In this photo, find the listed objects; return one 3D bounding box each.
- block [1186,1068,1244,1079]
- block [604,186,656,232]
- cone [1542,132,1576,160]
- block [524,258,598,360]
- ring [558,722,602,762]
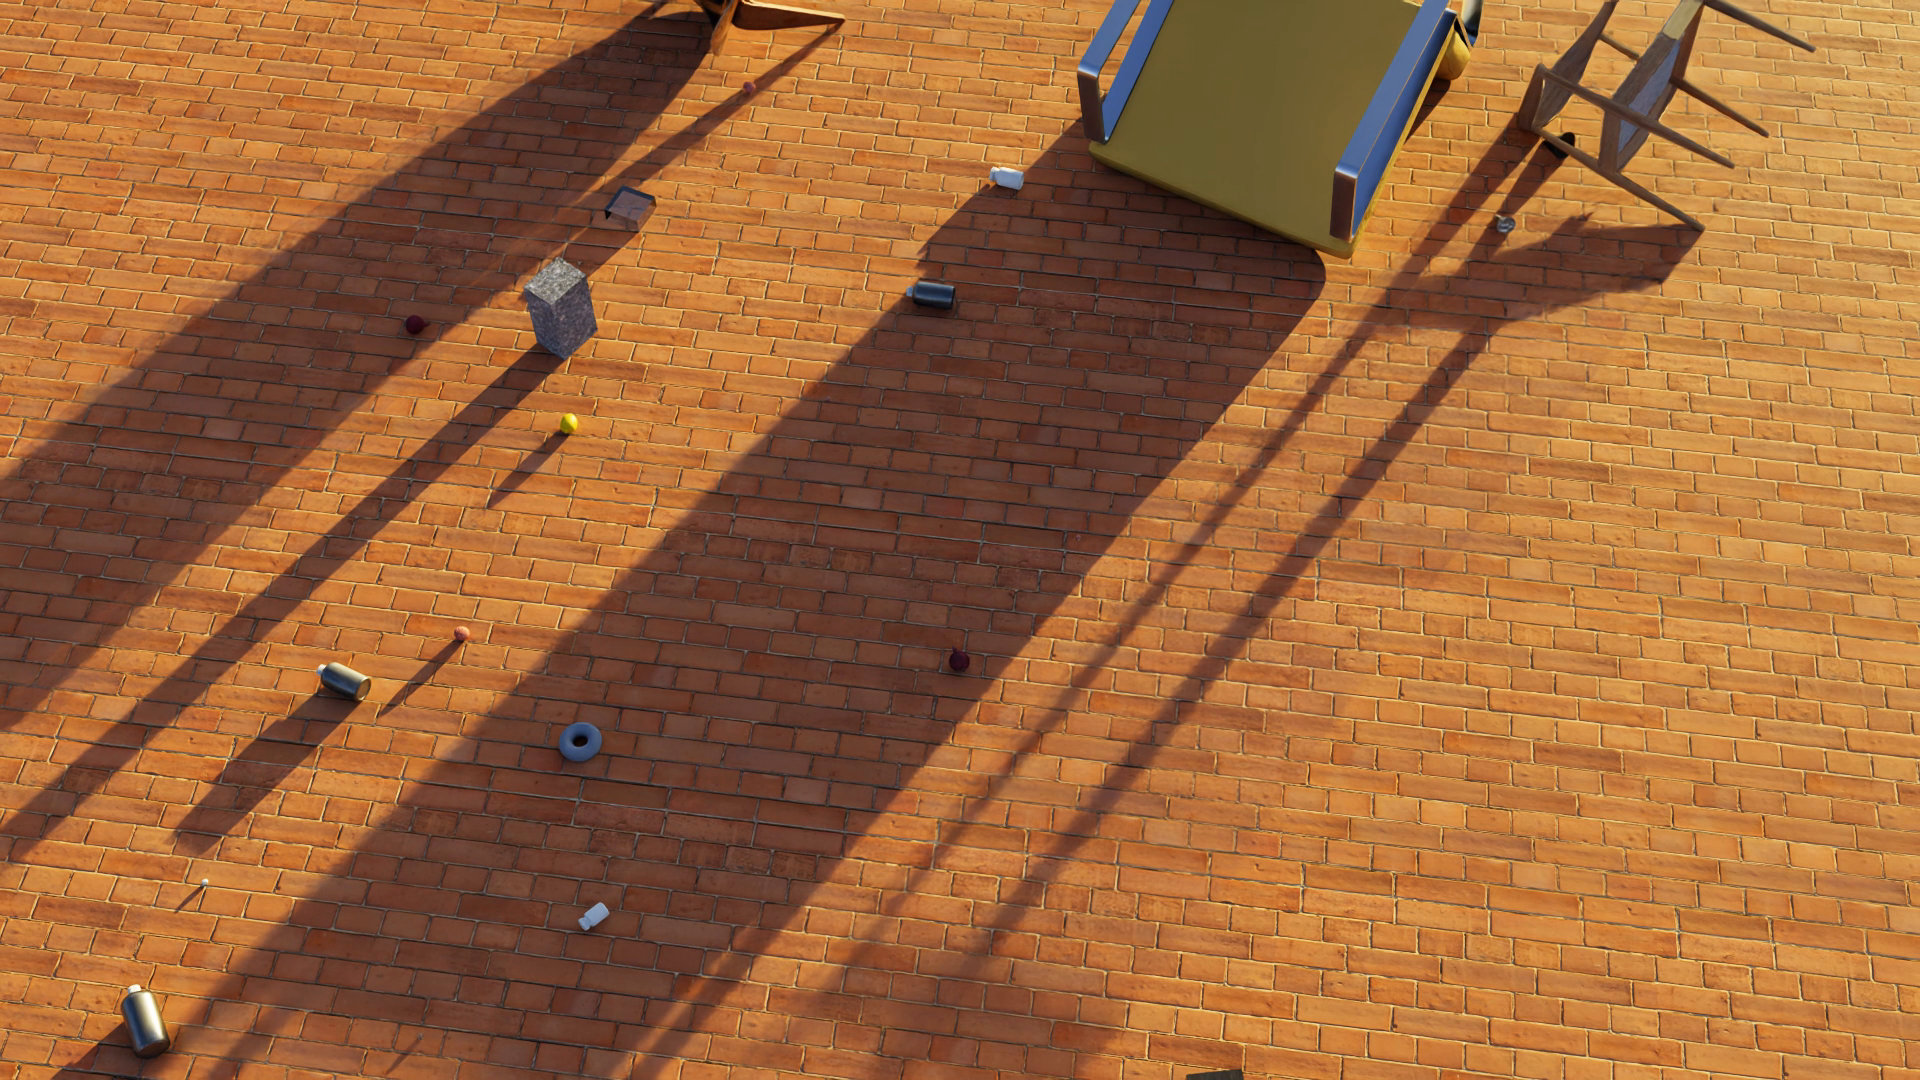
[{"bbox_3d":[0.655,1.475,5.526,0.142,0.097,0.254,-5,56,-3],"label":"block"},{"bbox_3d":[-1.090,-1.097,7.278,0.124,0.054,0.120,21,59,13],"label":"block"},{"bbox_3d":[2.010,-1.343,7.451,0.114,0.087,0.095,-32,36,-30],"label":"cone"},{"bbox_3d":[-1.251,-0.724,6.896,0.120,0.272,0.155,33,62,20],"label":"block"},{"bbox_3d":[-1.064,0.566,6.165,0.122,0.049,0.118,-12,58,-7],"label":"ring"}]
